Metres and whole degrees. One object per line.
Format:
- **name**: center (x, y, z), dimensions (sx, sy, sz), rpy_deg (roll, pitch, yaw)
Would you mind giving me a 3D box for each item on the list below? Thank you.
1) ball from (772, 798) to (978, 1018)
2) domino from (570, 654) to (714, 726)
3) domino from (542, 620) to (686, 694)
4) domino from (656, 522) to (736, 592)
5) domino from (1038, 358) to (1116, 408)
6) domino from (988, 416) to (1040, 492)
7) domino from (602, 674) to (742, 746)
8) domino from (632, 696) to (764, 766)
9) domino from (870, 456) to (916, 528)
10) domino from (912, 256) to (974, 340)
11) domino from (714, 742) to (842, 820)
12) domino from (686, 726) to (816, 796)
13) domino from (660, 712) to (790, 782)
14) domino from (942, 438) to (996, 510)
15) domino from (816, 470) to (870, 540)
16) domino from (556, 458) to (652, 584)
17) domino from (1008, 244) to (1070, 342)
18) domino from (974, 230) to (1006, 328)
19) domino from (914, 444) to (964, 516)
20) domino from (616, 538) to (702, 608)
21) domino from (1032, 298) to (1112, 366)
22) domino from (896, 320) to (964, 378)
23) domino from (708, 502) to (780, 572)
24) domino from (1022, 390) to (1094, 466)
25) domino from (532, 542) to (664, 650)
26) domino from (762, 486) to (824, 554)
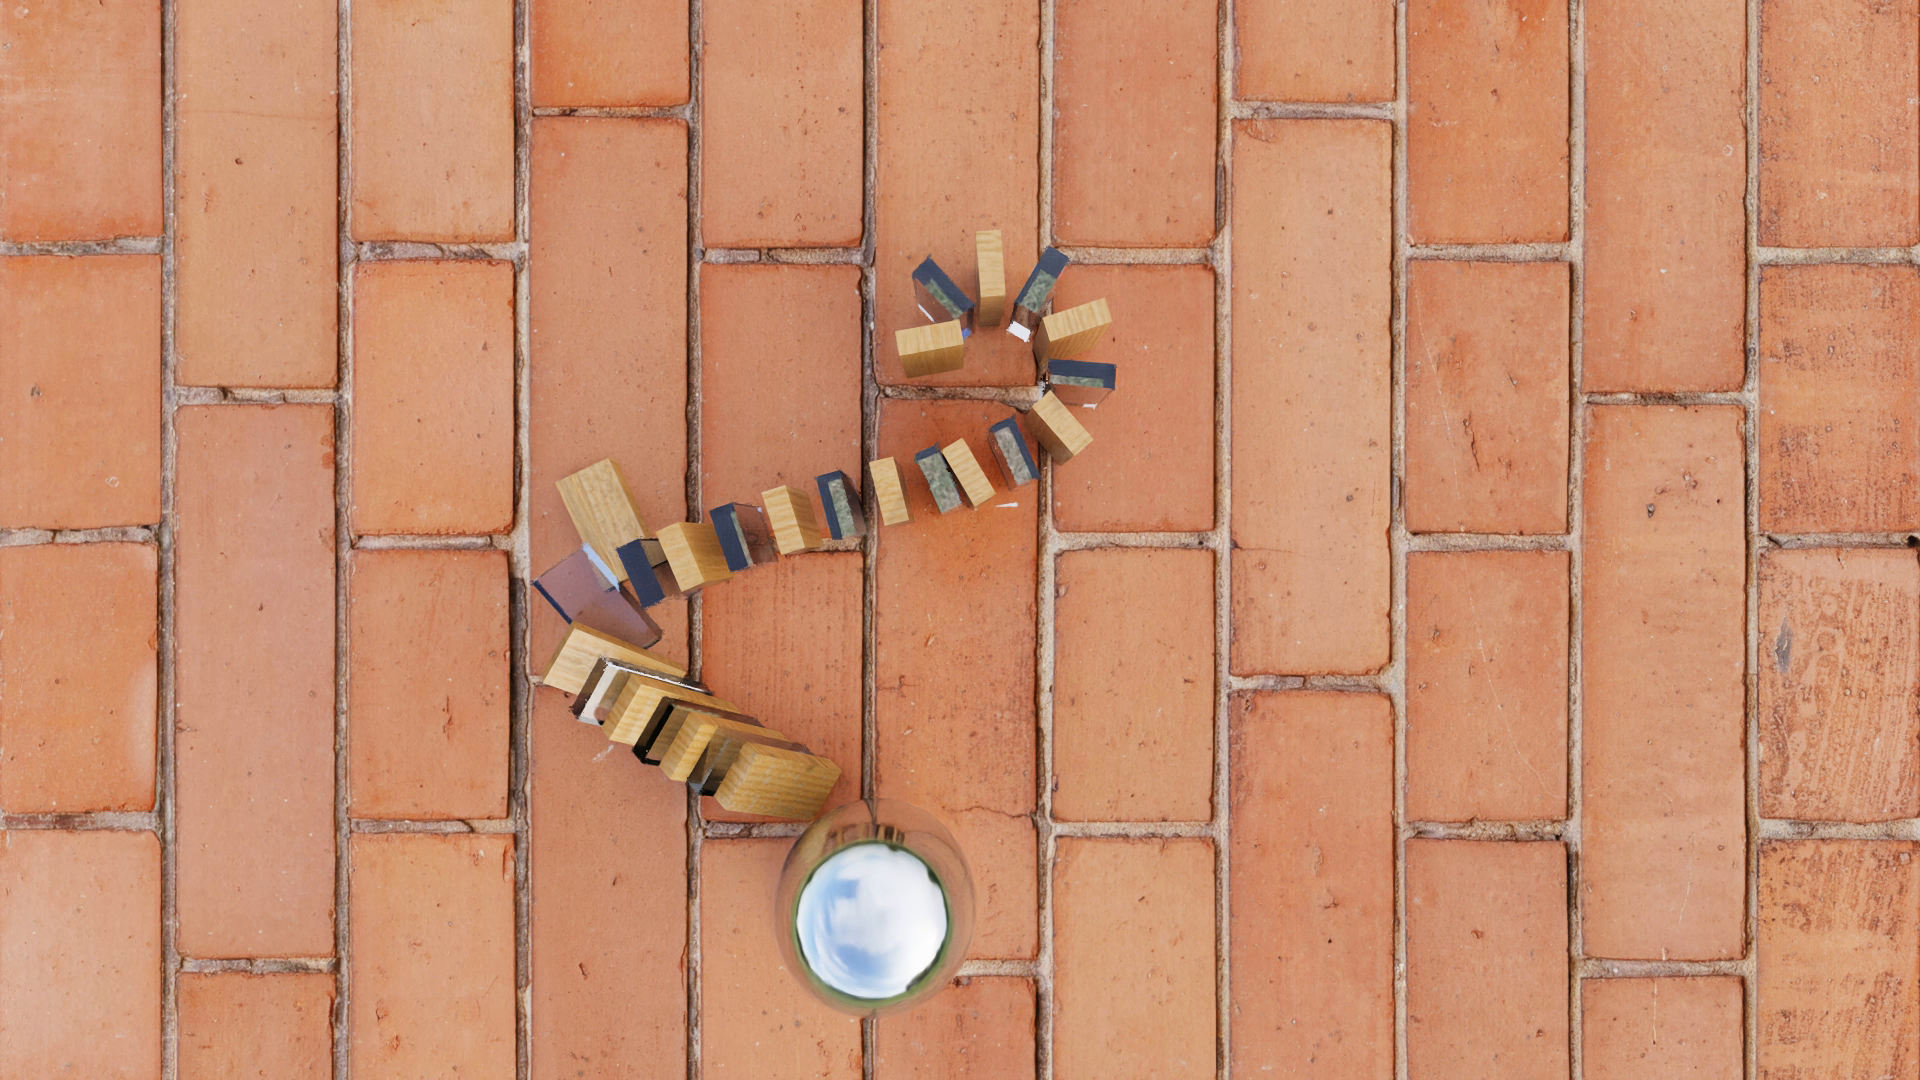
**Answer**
- **ball**: center (-0.033, 0.143, 0.360), dimensions (0.080, 0.080, 0.080), rpy_deg (0, 90, 0)
- **domino**: center (-0.131, 0.067, 0.379), dimensions (0.050, 0.009, 0.025), rpy_deg (28, 92, -43)
- **domino**: center (-0.144, 0.056, 0.383), dimensions (0.050, 0.009, 0.025), rpy_deg (30, 90, -32)
- **domino**: center (-0.107, 0.006, 0.375), dimensions (0.009, 0.050, 0.025), rpy_deg (-24, 90, 0)
- **domino**: center (0.047, -0.064, 0.375), dimensions (0.025, 0.050, 0.009), rpy_deg (5, 90, 0)
- **domino**: center (0.021, -0.034, 0.375), dimensions (0.009, 0.050, 0.025), rpy_deg (-24, 90, 0)
- **domino**: center (-0.118, 0.074, 0.379), dimensions (0.050, 0.009, 0.025), rpy_deg (30, 90, -45)
- **domino**: center (-0.106, 0.082, 0.378), dimensions (0.009, 0.050, 0.025), rpy_deg (30, 90, 40)
- **domino**: center (-0.027, -0.019, 0.375), dimensions (0.009, 0.050, 0.025), rpy_deg (-14, 90, 0)
- **domino**: center (-0.007, -0.096, 0.375), dimensions (0.009, 0.050, 0.025), rpy_deg (-43, 90, 0)
- **domino**: center (-0.074, 0.100, 0.378), dimensions (0.010, 0.050, 0.025), rpy_deg (30, 90, 40)
- **domino**: center (-0.085, 0.094, 0.378), dimensions (0.009, 0.050, 0.025), rpy_deg (30, 90, 40)
- **domino**: center (-0.096, 0.088, 0.378), dimensions (0.010, 0.050, 0.025), rpy_deg (30, 90, 40)
- **domino**: center (0.003, -0.026, 0.375), dimensions (0.009, 0.050, 0.025), rpy_deg (-31, 90, 0)
- **domino**: center (-0.047, -0.013, 0.375), dimensions (0.010, 0.050, 0.025), rpy_deg (-15, 90, 0)
- **domino**: center (-0.151, -0.007, 0.395), dimensions (0.025, 0.010, 0.050), rpy_deg (-25, 90, 0)
- **domino**: center (0.032, -0.100, 0.375), dimensions (0.010, 0.050, 0.025), rpy_deg (31, 90, 0)
- **domino**: center (0.012, -0.106, 0.375), dimensions (0.009, 0.050, 0.025), rpy_deg (-4, 90, 0)
- **domino**: center (-0.008, -0.023, 0.375), dimensions (0.010, 0.050, 0.025), rpy_deg (-24, 90, 0)
- **domino**: center (-0.122, 0.013, 0.375), dimensions (0.010, 0.050, 0.025), rpy_deg (-25, 90, 0)
- **domino**: center (0.045, -0.084, 0.375), dimensions (0.025, 0.050, 0.010), rpy_deg (-18, 90, 0)
- **domino**: center (-0.012, -0.077, 0.375), dimensions (0.025, 0.050, 0.009), rpy_deg (-10, 90, 0)
- **domino**: center (-0.087, -0.001, 0.375), dimensions (0.009, 0.050, 0.025), rpy_deg (-19, 90, 0)
- **domino**: center (0.039, -0.045, 0.375), dimensions (0.009, 0.050, 0.025), rpy_deg (-41, 90, 0)
- **domino**: center (-0.152, 0.029, 0.387), dimensions (0.025, 0.010, 0.050), rpy_deg (-34, 109, 0)
- **domino**: center (-0.068, -0.008, 0.375), dimensions (0.010, 0.050, 0.025), rpy_deg (-18, 90, 0)
